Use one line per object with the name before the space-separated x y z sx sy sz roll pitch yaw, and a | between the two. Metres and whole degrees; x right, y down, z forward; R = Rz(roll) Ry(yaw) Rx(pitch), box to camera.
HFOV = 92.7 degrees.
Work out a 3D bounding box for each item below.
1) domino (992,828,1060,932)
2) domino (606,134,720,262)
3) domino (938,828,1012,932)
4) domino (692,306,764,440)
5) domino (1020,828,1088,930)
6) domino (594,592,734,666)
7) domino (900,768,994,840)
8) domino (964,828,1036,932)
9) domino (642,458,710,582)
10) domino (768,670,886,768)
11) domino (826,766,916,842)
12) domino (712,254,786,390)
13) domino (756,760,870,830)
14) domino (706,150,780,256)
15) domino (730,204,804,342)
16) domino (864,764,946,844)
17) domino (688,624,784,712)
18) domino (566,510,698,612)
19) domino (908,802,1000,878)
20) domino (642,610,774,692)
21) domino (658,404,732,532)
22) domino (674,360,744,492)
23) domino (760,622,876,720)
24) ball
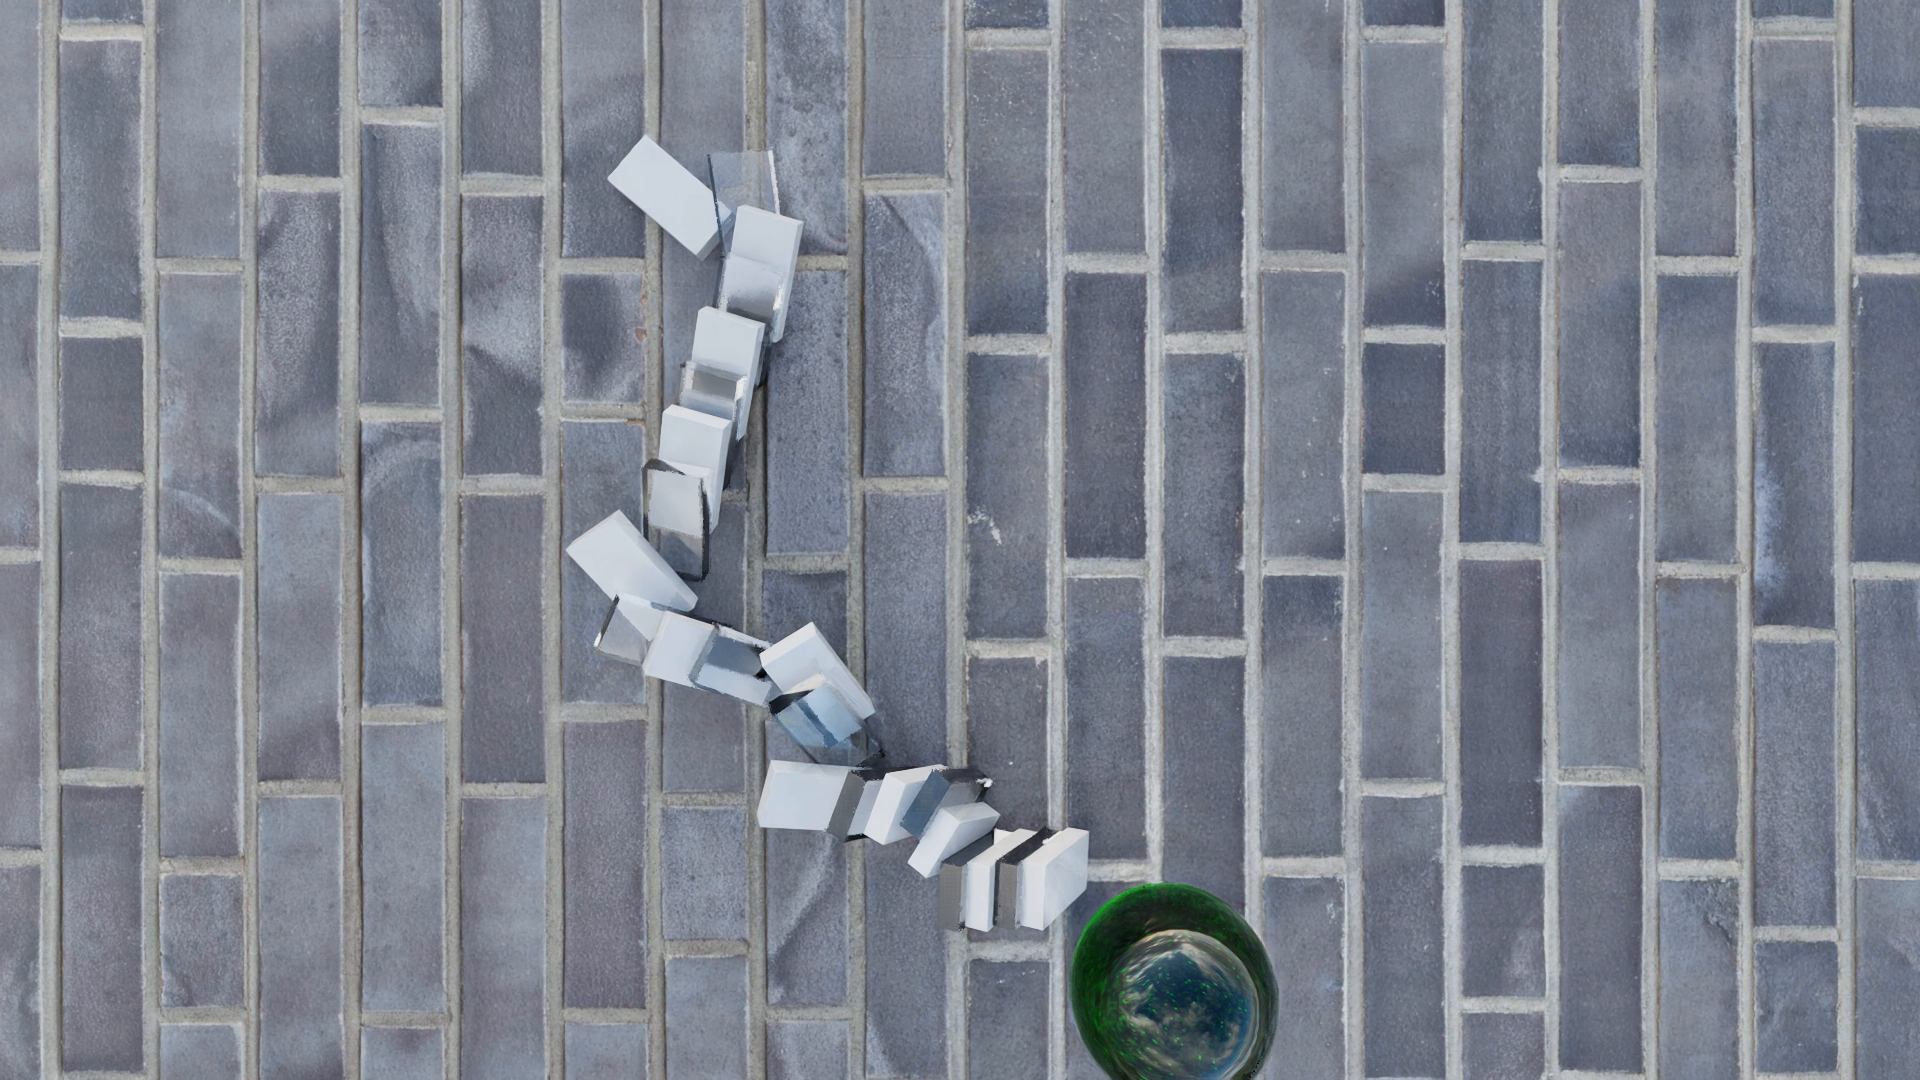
domino | 0.029 0.138 0.376 0.010 0.050 0.025 3 90 27
domino | -0.123 -0.147 0.395 0.050 0.010 0.025 41 90 0
domino | 0.007 0.138 0.376 0.009 0.050 0.025 3 90 27
domino | -0.100 -0.069 0.385 0.025 0.010 0.050 17 116 -1
domino | 0.040 0.138 0.376 0.010 0.050 0.025 3 90 27
domino | -0.123 0.041 0.382 0.050 0.010 0.025 22 96 -31
domino | -0.005 0.107 0.375 0.009 0.050 0.025 32 90 24
domino | 0.018 0.138 0.376 0.010 0.050 0.025 3 90 27
domino | -0.119 -0.008 0.384 0.025 0.009 0.050 10 119 0
domino | -0.055 0.079 0.382 0.025 0.010 0.050 -32 123 0
domino | -0.032 0.107 0.376 0.009 0.050 0.025 20 90 30
domino | -0.091 -0.091 0.384 0.025 0.010 0.050 17 116 -2
domino | -0.057 0.108 0.383 0.050 0.010 0.025 11 102 -24
domino | -0.089 -0.136 0.385 0.025 0.010 0.050 -3 115 0
domino | -0.084 -0.111 0.384 0.025 0.009 0.050 16 116 -2
domino | -0.019 0.107 0.375 0.010 0.050 0.025 20 90 25
domino | -0.084 0.056 0.383 0.050 0.009 0.025 27 90 -31
domino | -0.137 0.015 0.385 0.025 0.010 0.050 -32 111 10
domino | -0.001 0.122 0.375 0.010 0.050 0.025 32 90 24
domino | -0.103 0.050 0.383 0.050 0.009 0.025 23 93 -31
domino | -0.112 -0.029 0.383 0.025 0.010 0.050 16 119 -1
domino | -0.107 -0.047 0.385 0.025 0.009 0.050 15 115 0
domino | -0.059 0.060 0.382 0.025 0.009 0.050 -31 123 -2
ball | 0.083 0.177 0.360 0.080 0.080 0.080 0 90 0
